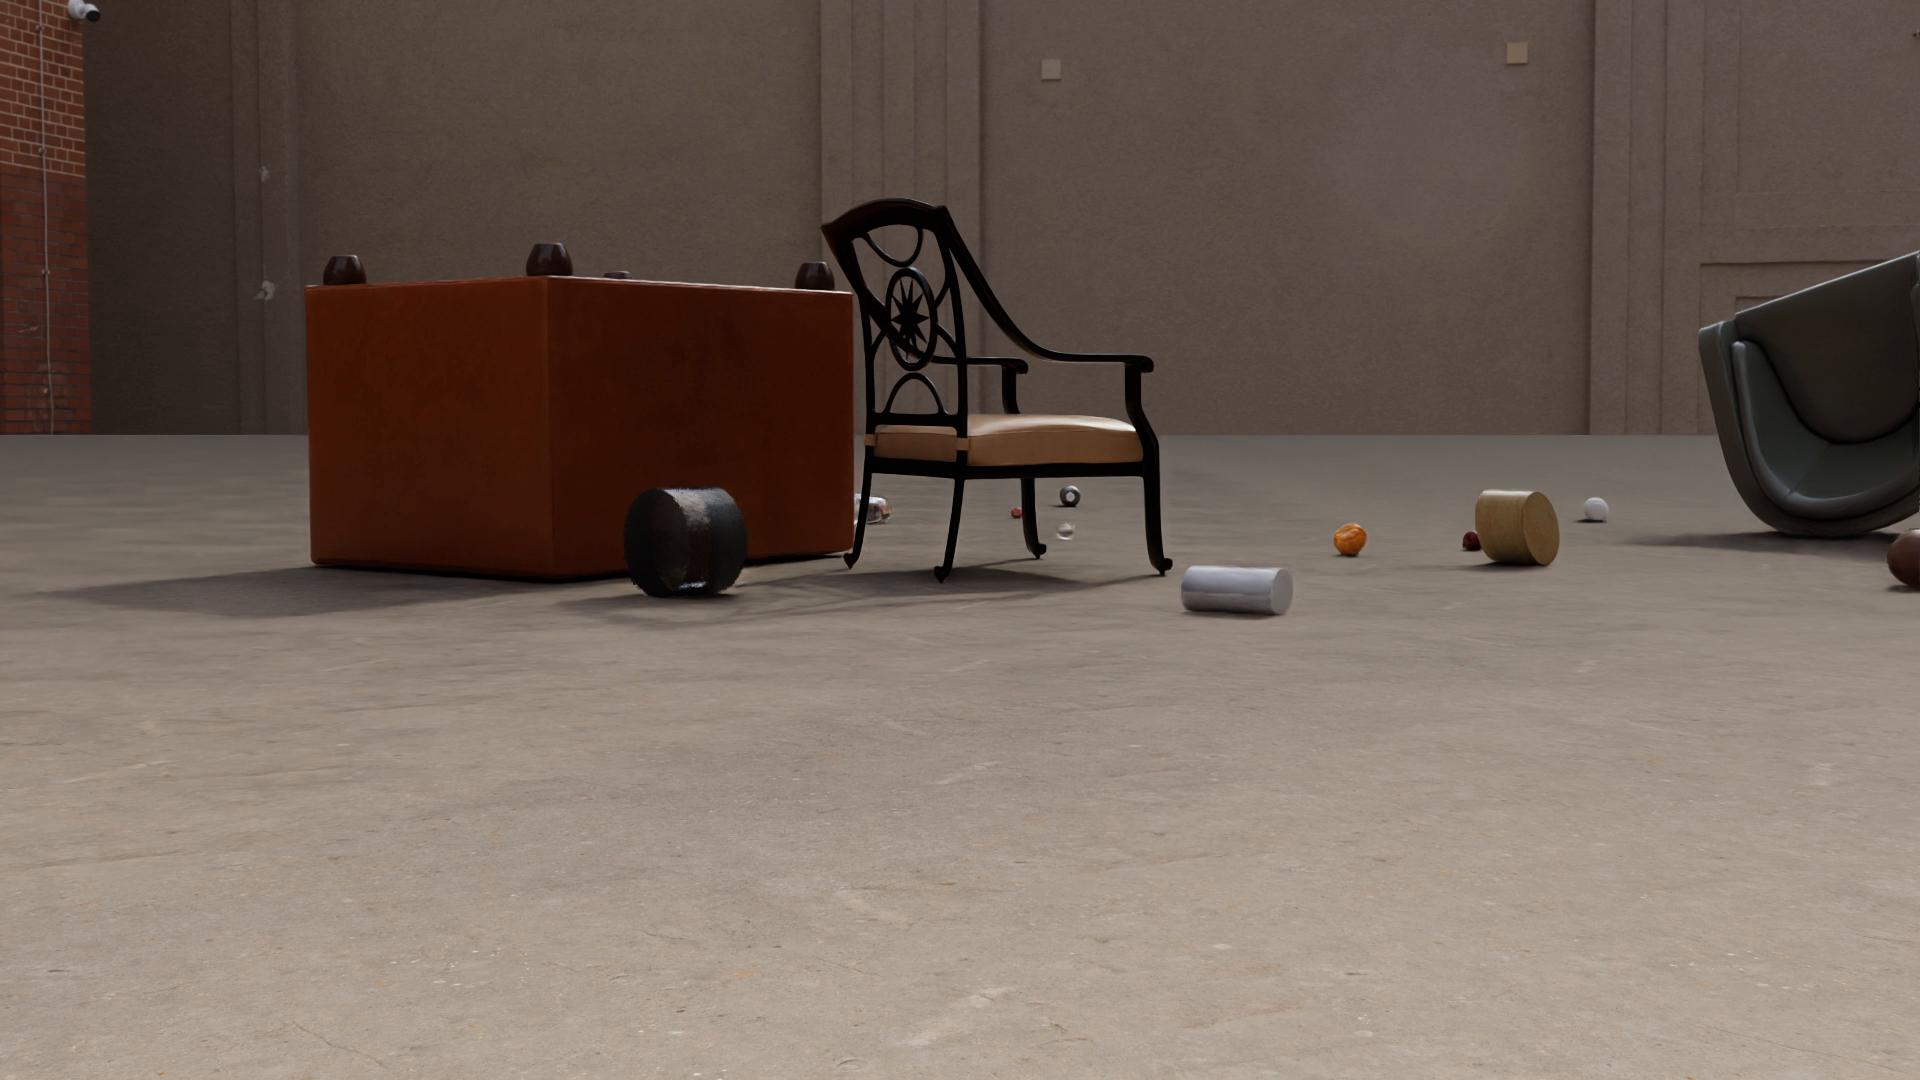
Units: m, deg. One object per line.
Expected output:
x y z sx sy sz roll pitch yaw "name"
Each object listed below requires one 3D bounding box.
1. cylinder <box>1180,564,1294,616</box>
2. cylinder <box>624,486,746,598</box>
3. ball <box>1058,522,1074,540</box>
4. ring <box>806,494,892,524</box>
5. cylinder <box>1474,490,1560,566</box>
0.557 0.100 4.418 0.192 0.091 0.123 2 15 30 "cylinder"
-0.599 0.003 4.788 0.220 0.235 0.160 1 4 42 "cylinder"
0.315 -0.026 6.558 0.050 0.050 0.050 0 4 0 "ball"
-0.372 -0.104 7.378 0.297 0.096 0.253 2 5 18 "ring"
1.428 -0.033 5.636 0.144 0.205 0.143 4 38 49 "cylinder"
